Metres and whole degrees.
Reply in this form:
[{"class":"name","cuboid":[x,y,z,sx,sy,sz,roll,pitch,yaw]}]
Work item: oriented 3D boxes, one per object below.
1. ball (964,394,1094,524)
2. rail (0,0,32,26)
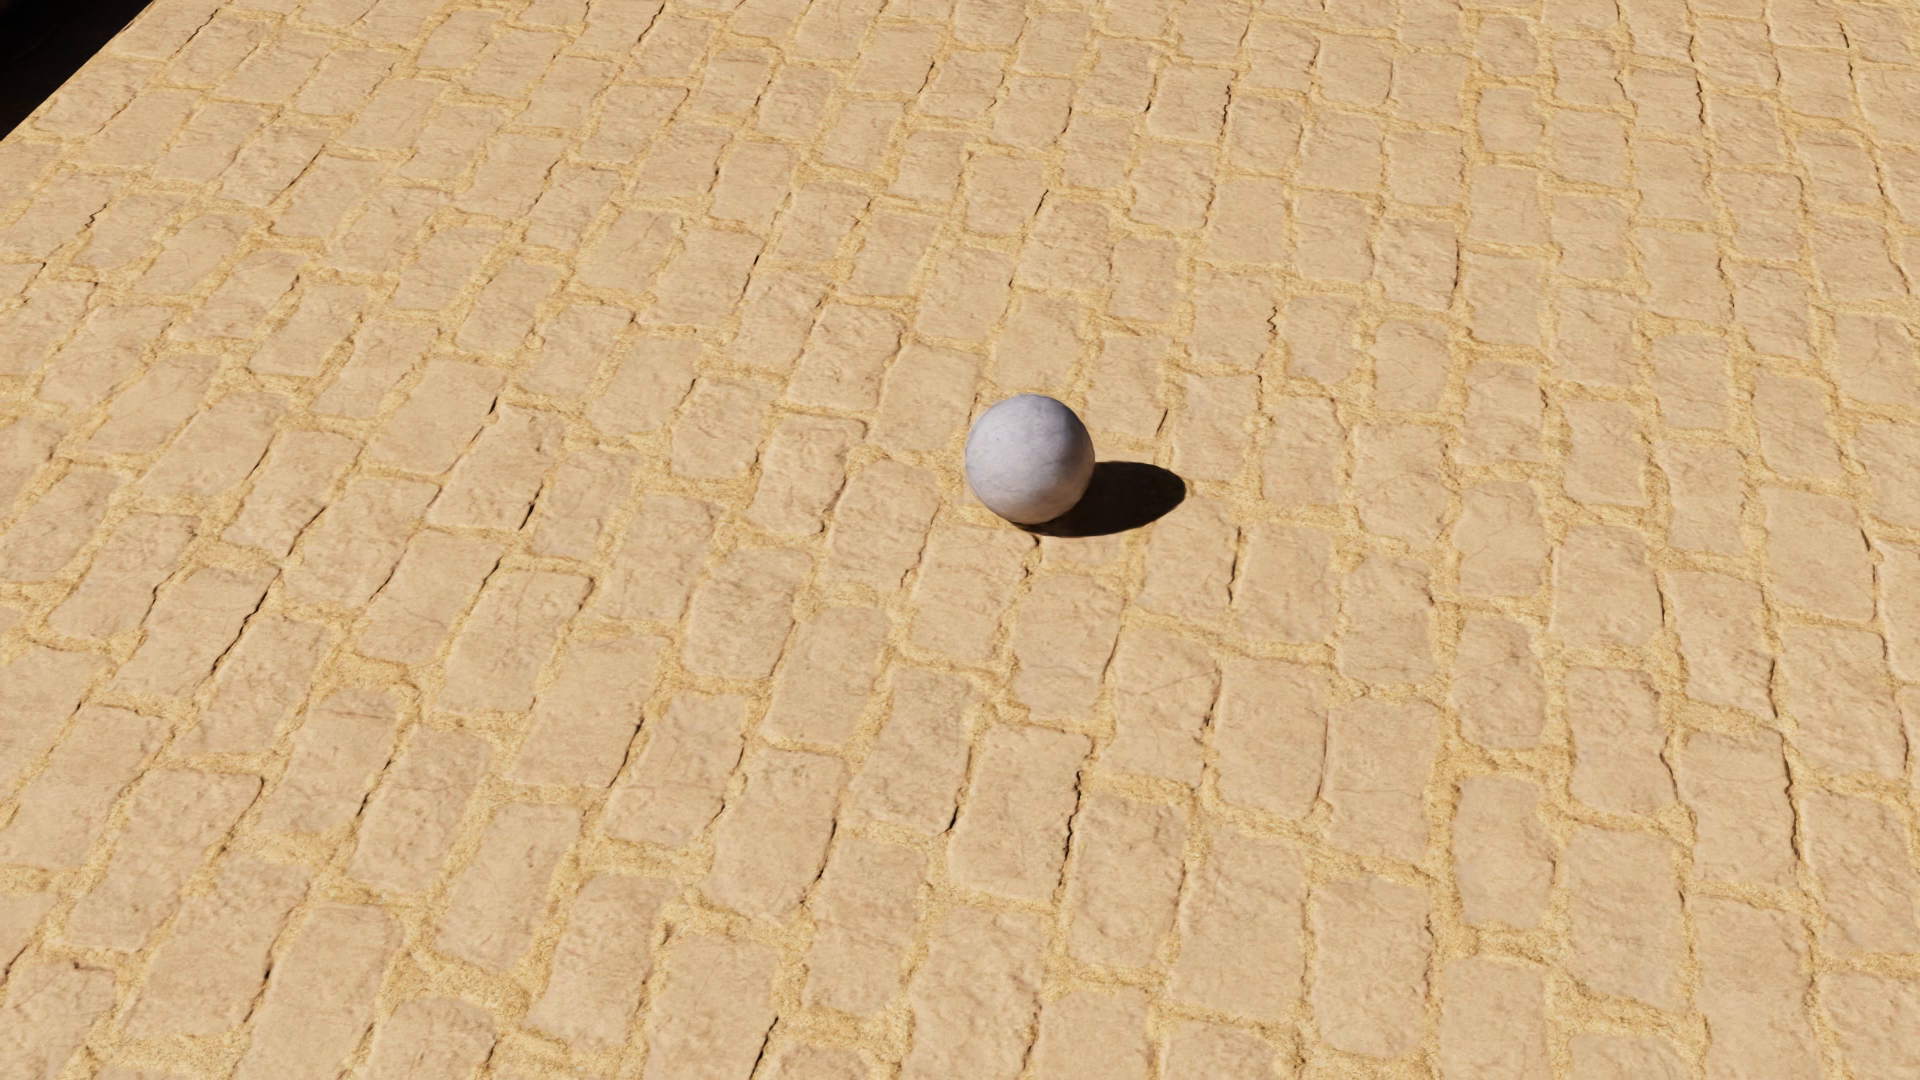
[{"class":"ball","cuboid":[0.049,-0.056,1.793,0.091,0.091,0.091,0,35,0]},{"class":"rail","cuboid":[-1.044,-0.122,1.861,0.045,0.118,2.463,6,36,8]}]
